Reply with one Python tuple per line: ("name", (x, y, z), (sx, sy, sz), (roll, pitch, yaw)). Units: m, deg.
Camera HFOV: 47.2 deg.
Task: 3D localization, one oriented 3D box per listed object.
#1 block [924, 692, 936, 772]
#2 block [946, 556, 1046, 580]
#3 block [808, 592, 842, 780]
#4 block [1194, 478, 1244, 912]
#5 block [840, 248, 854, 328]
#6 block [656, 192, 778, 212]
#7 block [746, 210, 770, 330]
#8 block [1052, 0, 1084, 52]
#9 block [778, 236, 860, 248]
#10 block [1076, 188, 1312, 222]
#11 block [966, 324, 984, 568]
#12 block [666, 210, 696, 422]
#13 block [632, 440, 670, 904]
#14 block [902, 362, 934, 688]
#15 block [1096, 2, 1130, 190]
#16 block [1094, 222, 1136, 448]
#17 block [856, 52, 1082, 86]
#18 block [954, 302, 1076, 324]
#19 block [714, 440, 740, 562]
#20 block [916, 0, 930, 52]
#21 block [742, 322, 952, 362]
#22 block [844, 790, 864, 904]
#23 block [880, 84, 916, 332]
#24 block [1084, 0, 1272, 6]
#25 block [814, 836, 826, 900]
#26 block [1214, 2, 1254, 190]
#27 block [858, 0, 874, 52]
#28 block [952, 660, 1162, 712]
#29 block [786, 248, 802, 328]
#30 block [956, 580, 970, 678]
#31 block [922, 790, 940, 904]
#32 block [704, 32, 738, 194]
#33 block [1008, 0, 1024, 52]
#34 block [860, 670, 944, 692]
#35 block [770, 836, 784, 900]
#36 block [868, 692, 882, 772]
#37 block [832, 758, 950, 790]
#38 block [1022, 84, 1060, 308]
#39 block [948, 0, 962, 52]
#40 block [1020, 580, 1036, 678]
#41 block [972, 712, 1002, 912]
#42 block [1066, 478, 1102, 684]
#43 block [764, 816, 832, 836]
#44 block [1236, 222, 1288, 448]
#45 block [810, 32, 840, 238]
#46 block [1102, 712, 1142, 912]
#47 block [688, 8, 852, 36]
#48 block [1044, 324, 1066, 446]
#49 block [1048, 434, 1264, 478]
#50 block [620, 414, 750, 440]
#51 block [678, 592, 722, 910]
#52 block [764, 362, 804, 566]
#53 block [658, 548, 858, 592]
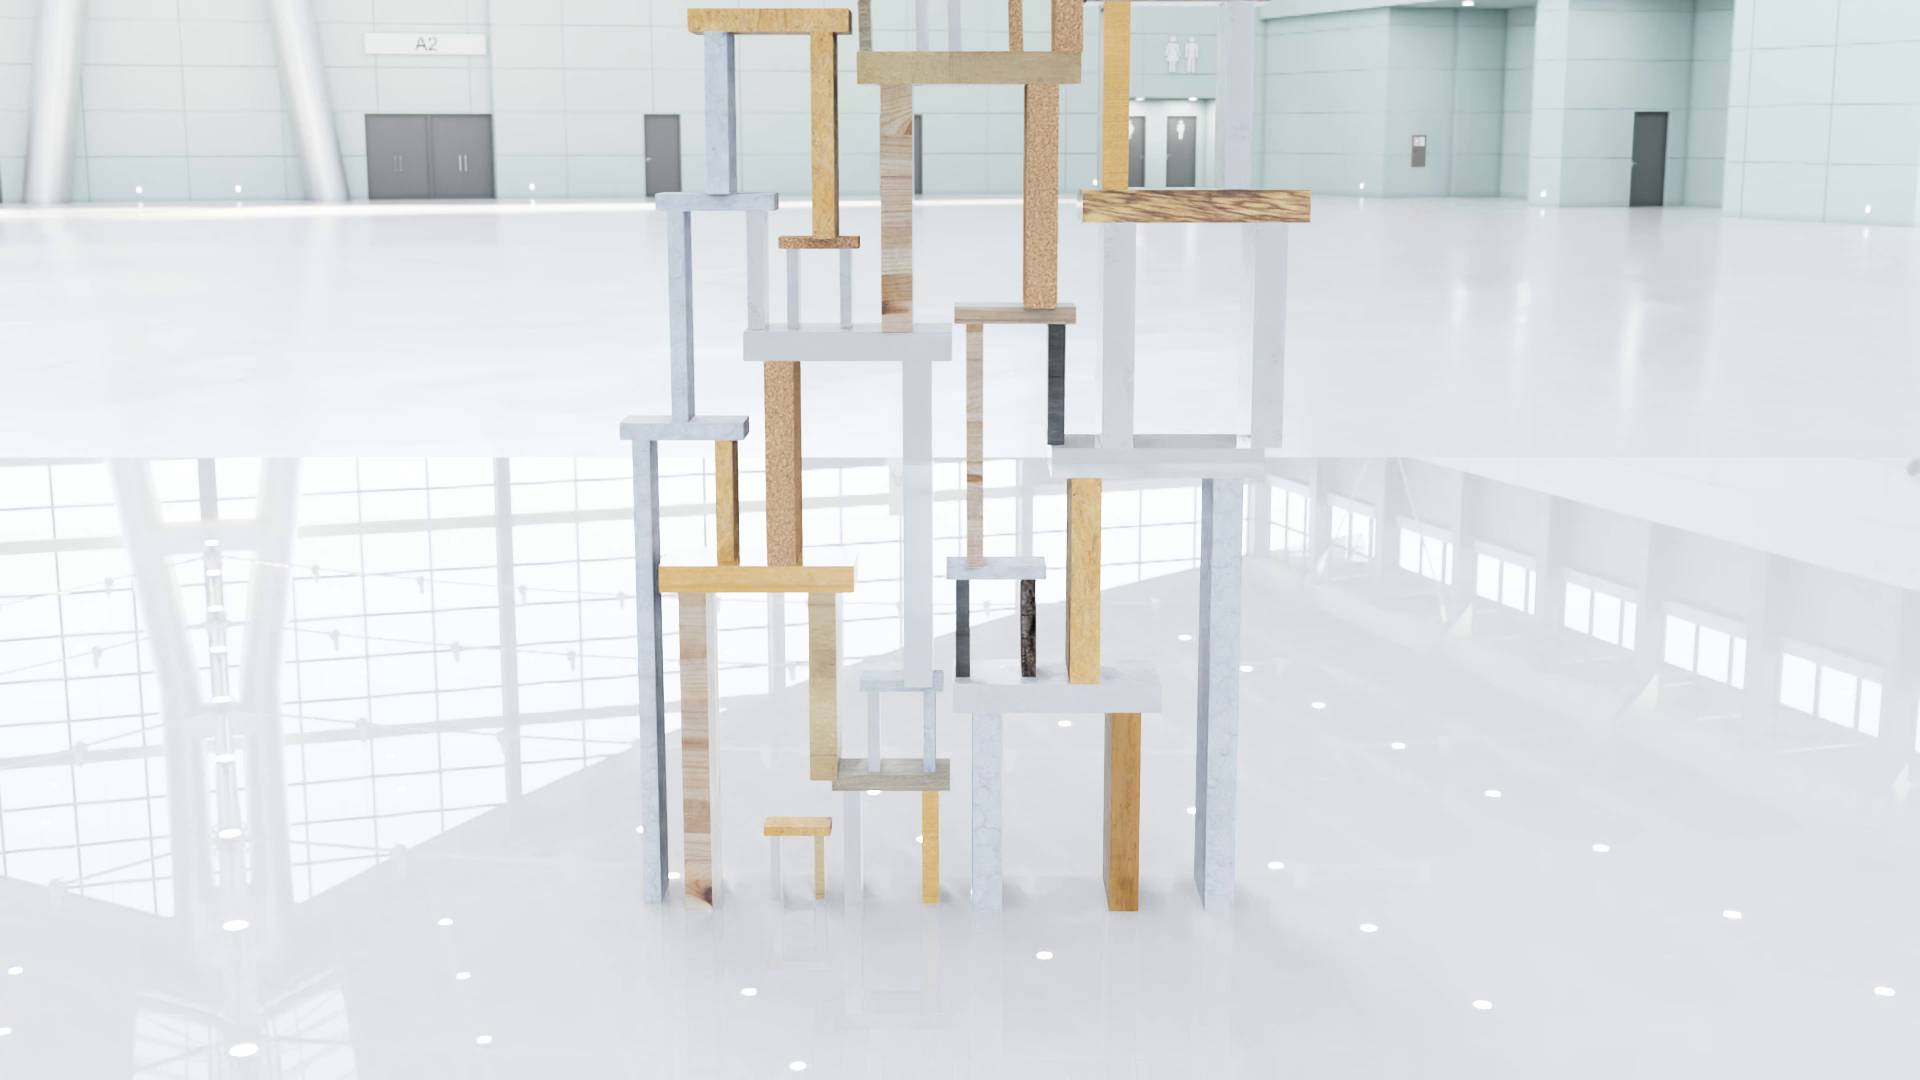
("block", (-0.050, 0.307, 3.617), (0.019, 0.136, 0.068), (0, 11, 0))
("block", (0.058, 0.045, 3.570), (0.161, 0.023, 0.081), (0, 11, 0))
("block", (-0.220, 0.222, 3.598), (0.044, 0.310, 0.155), (0, 10, 0))
("block", (0.422, 0.239, 3.601), (0.047, 0.715, 0.167), (0, 11, 0))
("block", (-0.180, -0.401, 3.490), (0.018, 0.125, 0.063), (0, 11, 0))
("block", (-0.381, -0.533, 3.463), (0.184, 0.026, 0.092), (0, 11, 0))
("block", (-0.320, -0.430, 3.482), (0.026, 0.185, 0.092), (0, 11, 0))
("block", (0.166, -0.958, 3.381), (0.042, 0.409, 0.148), (0, 11, 0))
("block", (-0.222, -0.471, 3.477), (0.125, 0.018, 0.063), (0, 11, 0))
("block", (0.363, -0.528, 3.461), (0.350, 0.050, 0.175), (0, 11, 0))
("block", (0.024, -0.156, 3.526), (0.027, 0.388, 0.095), (0, 11, 0))
("block", (-0.443, -0.357, 3.496), (0.026, 0.331, 0.092), (0, 11, 0))
("block", (-0.506, 0.212, 3.599), (0.028, 0.770, 0.098), (0, 11, 0))
("block", (-0.067, -0.036, 3.554), (0.046, 0.523, 0.162), (0, 11, 0))
("block", (0.239, -0.690, 3.426), (0.040, 0.282, 0.141), (0, 11, 0))
("block", (0.247, -0.332, 3.498), (0.050, 0.350, 0.175), (0, 11, 0))
("block", (0.014, -0.733, 3.425), (0.341, 0.048, 0.171), (0, 11, 0))
("block", (0.086, -0.360, 3.489), (0.191, 0.027, 0.095), (0, 11, 0))
("block", (-0.375, -0.070, 3.547), (0.028, 0.196, 0.098), (0, 11, 0))
("block", (-0.059, -0.822, 3.408), (0.019, 0.131, 0.066), (-1, 11, 0))
("block", (-0.175, -0.316, 3.502), (0.325, 0.046, 0.162), (0, 11, 0))
("block", (-0.177, 0.495, 3.652), (0.027, 0.193, 0.096), (0, 11, 0))
("block", (-0.097, -0.524, 3.463), (0.048, 0.377, 0.171), (0, 11, 0))
("block", (0.332, -0.848, 3.397), (0.282, 0.040, 0.141), (0, 11, 0))
("block", (-0.232, 0.536, 3.660), (0.015, 0.109, 0.054), (0, 11, 0))
("block", (0.426, -0.690, 3.426), (0.040, 0.282, 0.141), (0, 11, 0))
("block", (-0.147, -0.822, 3.408), (0.019, 0.131, 0.066), (-2, 11, 0))
("block", (0.156, 0.239, 3.603), (0.334, 0.047, 0.167), (0, 11, 0))
("block", (-0.263, -0.401, 3.489), (0.018, 0.125, 0.063), (0, 11, 0))
("block", (0.005, 0.136, 3.586), (0.023, 0.161, 0.081), (0, 11, 0))
("block", (-0.048, 0.495, 3.652), (0.027, 0.193, 0.096), (0, 11, 0))
("block", (-0.373, -0.665, 3.431), (0.035, 0.245, 0.122), (0, 11, 0))
("block", (0.086, -0.827, 3.408), (0.020, 0.142, 0.071), (-2, 11, 0))
("block", (-0.095, 0.231, 3.603), (0.136, 0.019, 0.068), (0, 11, 0))
("block", (-0.305, 0.536, 3.660), (0.015, 0.109, 0.054), (0, 11, 0))
("block", (-0.140, 0.307, 3.617), (0.019, 0.136, 0.068), (0, 11, 0))
("block", (-0.113, 0.387, 3.632), (0.193, 0.027, 0.096), (0, 11, 0))
("block", (0.127, -0.542, 3.461), (0.048, 0.341, 0.171), (0, 11, 0))
("block", (-0.009, -0.827, 3.408), (0.020, 0.142, 0.071), (-2, 11, 0))
("block", (0.111, 0.136, 3.587), (0.023, 0.161, 0.081), (-1, 11, 0))
("block", (0.044, 0.426, 3.638), (0.047, 0.334, 0.167), (0, 11, 0))
("block", (0.199, 0.052, 3.566), (0.047, 0.334, 0.167), (0, 11, 0))
("block", (-0.268, 0.475, 3.648), (0.109, 0.015, 0.054), (0, 11, 0))
("block", (0.480, -0.332, 3.498), (0.050, 0.350, 0.175), (0, 11, 0))
("block", (-0.211, -0.632, 3.438), (0.035, 0.313, 0.122), (0, 11, 0))
("block", (0.267, 0.426, 3.638), (0.047, 0.334, 0.167), (0, 11, 0))
("block", (-0.292, -0.802, 3.405), (0.245, 0.035, 0.122), (0, 11, 0))
("block", (0.152, -0.253, 3.509), (0.027, 0.191, 0.095), (0, 11, 0))
("block", (0.311, -0.136, 3.531), (0.334, 0.047, 0.167), (0, 11, 0))
("block", (-0.440, -0.180, 3.526), (0.196, 0.028, 0.098), (0, 11, 0))
("block", (-0.426, 0.330, 3.618), (0.044, 0.529, 0.155), (0, 11, 0))
("block", (-0.283, -0.134, 3.536), (0.046, 0.325, 0.162), (0, 11, 0))
("block", (-0.323, 0.048, 3.566), (0.310, 0.044, 0.155), (0, 11, 0))
